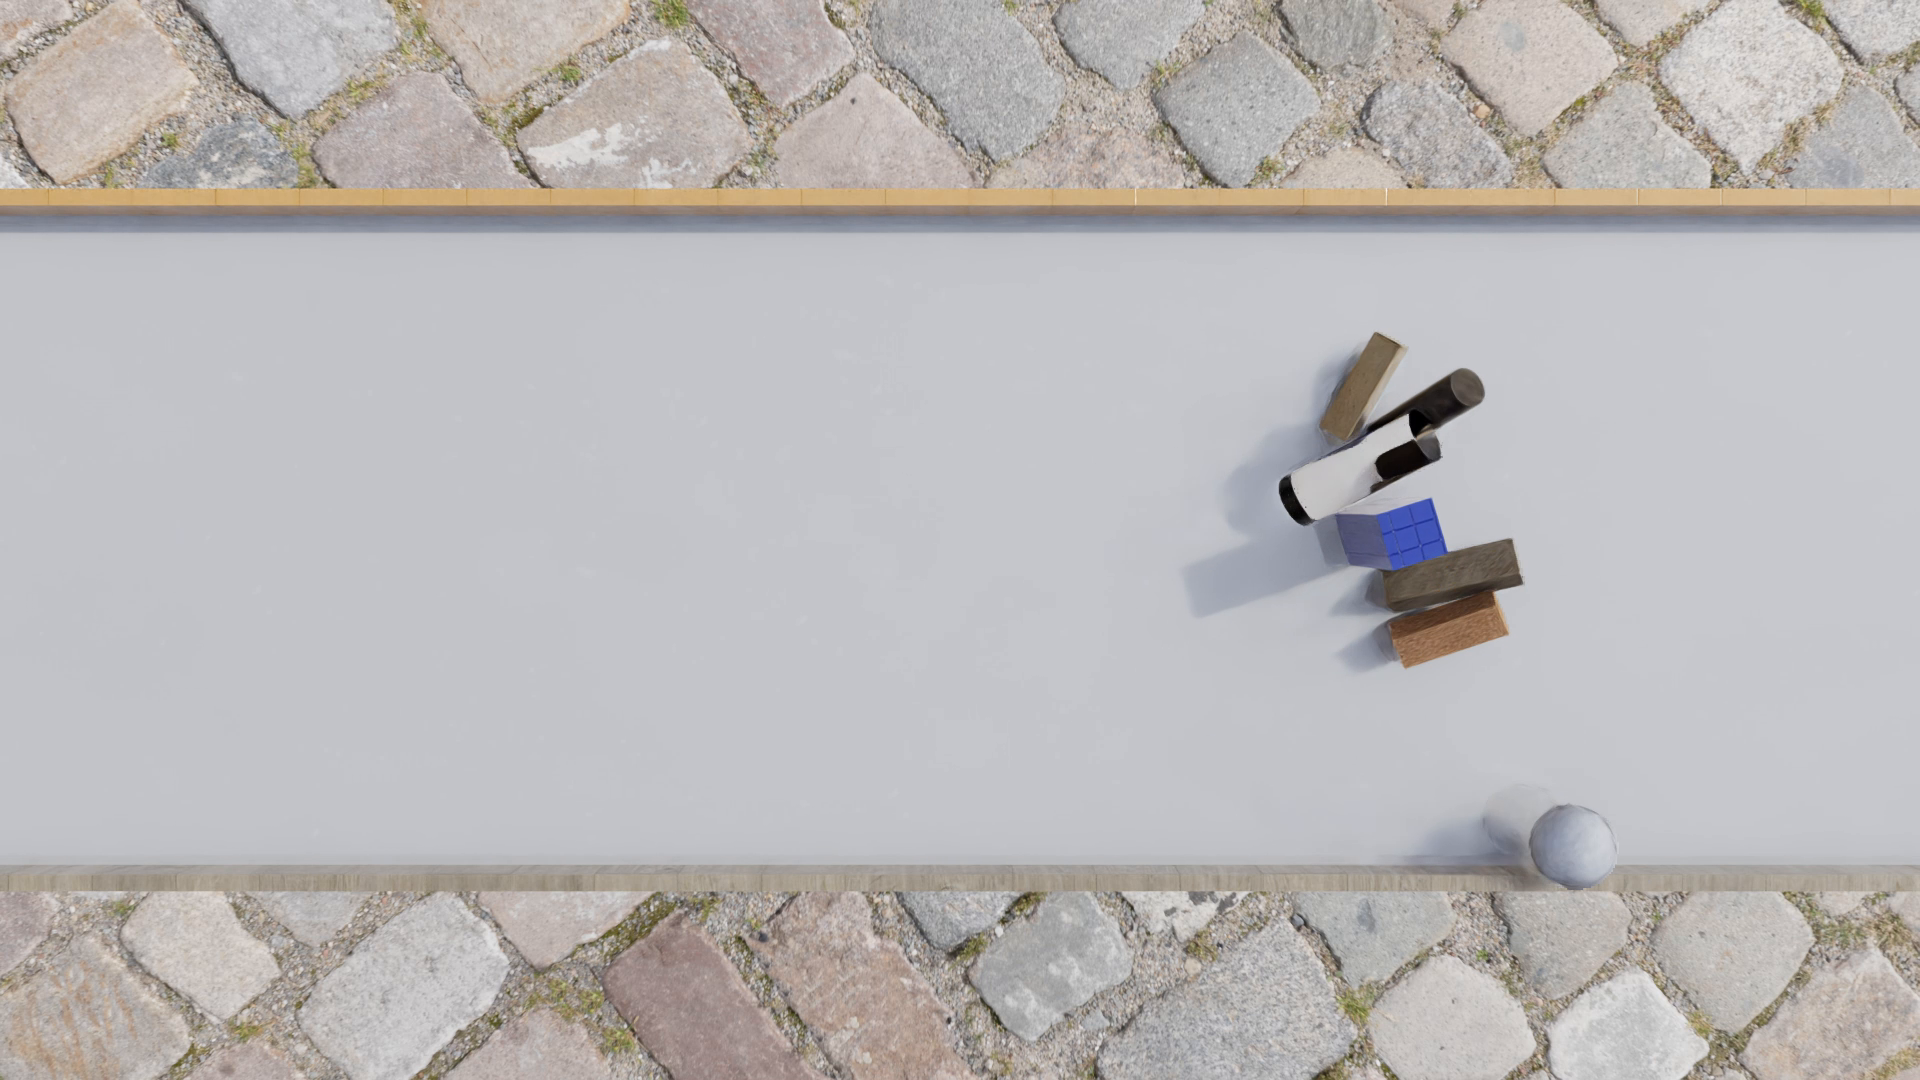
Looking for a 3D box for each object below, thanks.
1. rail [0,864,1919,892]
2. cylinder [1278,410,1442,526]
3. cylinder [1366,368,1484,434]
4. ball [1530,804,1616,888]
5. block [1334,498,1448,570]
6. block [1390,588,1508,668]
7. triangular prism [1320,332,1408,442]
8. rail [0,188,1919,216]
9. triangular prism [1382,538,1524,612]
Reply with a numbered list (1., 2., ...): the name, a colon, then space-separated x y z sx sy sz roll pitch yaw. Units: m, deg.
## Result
1. rail: -2.247 1.025 5.001 12.000 0.150 0.050 0 90 0
2. cylinder: 1.177 -0.209 4.872 0.458 0.164 0.164 -30 90 37
3. cylinder: 1.370 -0.372 4.872 0.119 0.401 0.119 8 69 -21
4. ball: 1.804 0.900 4.860 0.240 0.240 0.240 0 90 0
5. block: 1.265 -0.021 4.862 0.165 0.415 0.165 -17 92 -3
6. block: 1.467 0.267 4.958 0.318 0.106 0.106 -22 111 20
7. triangular prism: 1.232 -0.450 4.978 0.118 0.102 0.328 26 103 -10
8. rail: -2.247 -1.025 5.002 12.000 0.150 0.050 0 90 0
9. triangular prism: 1.473 0.125 4.938 0.389 0.128 0.148 -14 100 19
